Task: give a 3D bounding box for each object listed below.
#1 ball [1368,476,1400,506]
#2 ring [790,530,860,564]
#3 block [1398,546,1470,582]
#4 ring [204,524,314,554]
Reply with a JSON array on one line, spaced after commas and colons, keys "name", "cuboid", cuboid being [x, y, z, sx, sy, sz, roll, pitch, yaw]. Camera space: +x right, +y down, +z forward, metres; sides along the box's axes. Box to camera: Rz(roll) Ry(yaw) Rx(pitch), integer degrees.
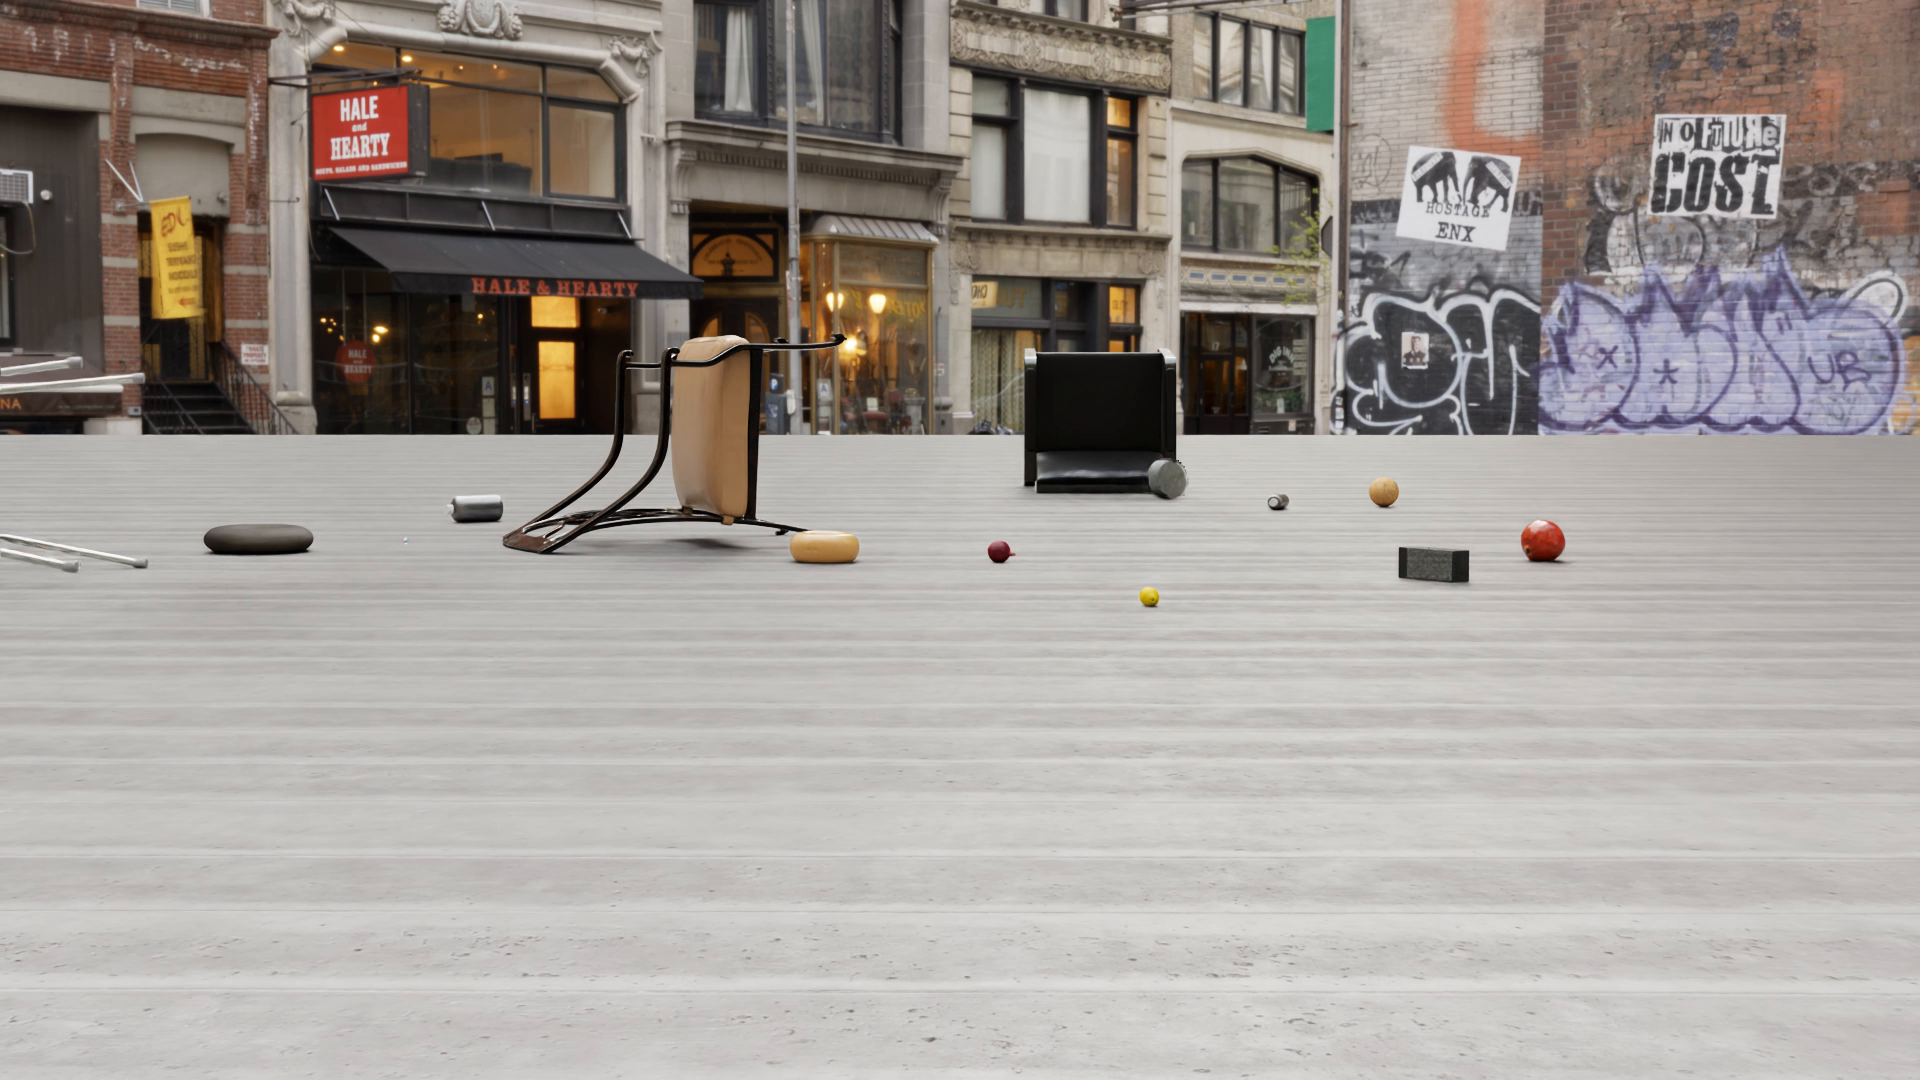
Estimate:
[{"name": "ball", "cuboid": [1.621, -0.184, 8.406, 0.113, 0.113, 0.113, 0, 4, 0]}, {"name": "ring", "cuboid": [-0.352, 0.019, 5.724, 0.186, 0.076, 0.161, 3, 6, 21]}, {"name": "block", "cuboid": [1.116, 0.057, 5.184, 0.058, 0.073, 0.169, -3, 5, -35]}, {"name": "ring", "cuboid": [-1.942, -0.003, 6.090, 0.296, 0.070, 0.279, 2, 5, 17]}]
